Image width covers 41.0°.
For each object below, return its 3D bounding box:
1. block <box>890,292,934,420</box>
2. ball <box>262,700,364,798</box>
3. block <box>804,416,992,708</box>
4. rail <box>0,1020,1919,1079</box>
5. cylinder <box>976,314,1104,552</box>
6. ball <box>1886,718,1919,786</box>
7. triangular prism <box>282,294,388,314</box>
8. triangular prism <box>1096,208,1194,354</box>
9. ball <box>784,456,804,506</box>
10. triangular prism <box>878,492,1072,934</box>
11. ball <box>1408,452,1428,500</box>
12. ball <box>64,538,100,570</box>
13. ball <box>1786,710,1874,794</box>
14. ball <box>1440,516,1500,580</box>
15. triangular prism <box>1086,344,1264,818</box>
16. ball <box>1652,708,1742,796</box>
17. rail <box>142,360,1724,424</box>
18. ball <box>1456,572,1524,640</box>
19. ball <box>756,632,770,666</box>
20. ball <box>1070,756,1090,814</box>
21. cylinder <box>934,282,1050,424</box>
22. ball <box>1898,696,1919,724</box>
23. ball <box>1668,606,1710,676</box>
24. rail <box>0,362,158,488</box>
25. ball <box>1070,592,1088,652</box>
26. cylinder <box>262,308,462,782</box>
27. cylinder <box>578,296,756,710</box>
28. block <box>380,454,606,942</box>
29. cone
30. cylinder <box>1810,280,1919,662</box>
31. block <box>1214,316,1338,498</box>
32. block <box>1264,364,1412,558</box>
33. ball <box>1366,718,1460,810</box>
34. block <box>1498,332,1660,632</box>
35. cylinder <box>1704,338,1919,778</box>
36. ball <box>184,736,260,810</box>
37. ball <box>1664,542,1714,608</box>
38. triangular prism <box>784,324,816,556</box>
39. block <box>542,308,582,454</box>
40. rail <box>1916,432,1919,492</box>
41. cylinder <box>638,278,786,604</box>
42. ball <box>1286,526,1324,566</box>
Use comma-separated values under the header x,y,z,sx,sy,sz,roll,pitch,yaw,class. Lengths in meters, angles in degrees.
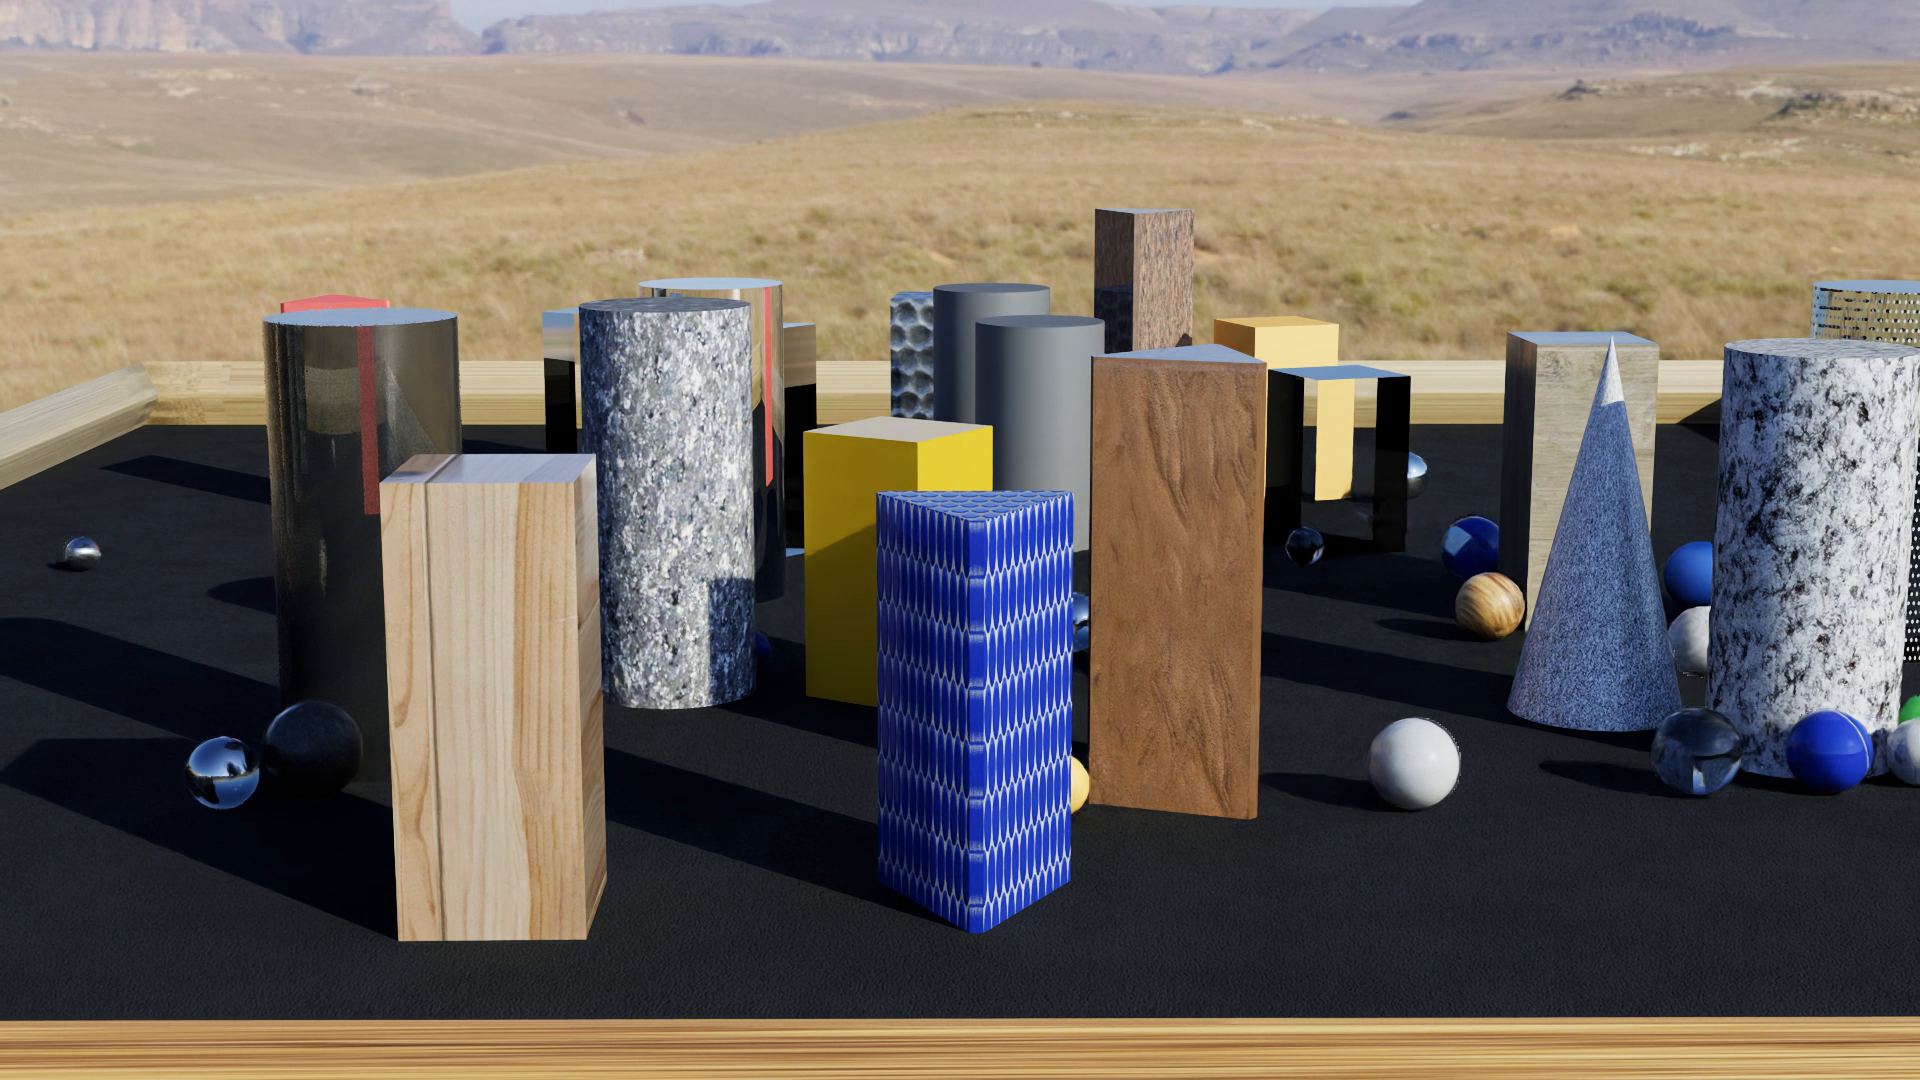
x,y,z,sx,sy,sz,roll,pitch,yaw,class
-0.039,-0.295,4.721,0.158,0.311,0.158,1,11,6,block
-0.650,0.210,2.577,0.099,0.099,0.099,0,10,0,ball
-0.071,0.025,2.996,0.158,0.312,0.158,7,12,32,block
0.010,0.364,1.661,3.325,0.128,0.045,0,10,0,rail
0.122,-0.165,3.938,0.197,0.342,0.197,0,10,0,cylinder
0.983,0.217,2.622,0.070,0.070,0.070,0,10,0,ball
-1.046,-0.236,4.316,0.171,0.342,0.148,-3,11,-15,triangular prism
0.297,-0.341,4.514,0.148,0.477,0.171,8,13,38,triangular prism
-0.248,-0.099,4.279,0.088,0.088,0.088,0,10,0,ball
0.035,0.139,2.256,0.148,0.356,0.171,-6,12,-30,triangular prism
0.749,-0.108,4.335,0.085,0.085,0.085,0,10,0,ball
-1.280,0.020,3.741,0.049,0.049,0.049,0,10,0,ball
0.880,0.214,2.597,0.085,0.085,0.085,0,10,0,ball
0.733,0.013,3.658,0.093,0.093,0.093,0,10,0,ball
0.233,0.035,2.567,0.171,0.448,0.148,4,11,20,triangular prism
0.743,0.213,2.589,0.089,0.089,0.089,0,10,0,ball
-0.010,-0.298,5.237,3.325,0.128,0.045,0,10,0,rail
0.679,0.085,3.287,0.088,0.088,0.088,0,10,0,ball
-0.254,0.133,3.147,0.043,0.043,0.043,0,10,0,ball
0.095,0.240,2.515,0.063,0.063,0.063,0,10,0,ball
0.054,-0.251,4.363,0.197,0.356,0.197,0,10,0,cylinder
1.041,0.196,2.765,0.058,0.058,0.058,0,10,0,ball
0.896,0.122,3.093,0.085,0.085,0.085,0,10,0,ball
-1.639,0.035,3.440,0.045,0.128,3.684,0,10,0,rail
0.143,0.103,3.221,0.074,0.074,0.074,0,10,0,ball
-0.619,0.000,2.691,0.197,0.470,0.197,0,10,0,cylinder
-0.340,-0.048,2.994,0.197,0.454,0.197,0,10,0,cylinder
-0.396,0.131,2.205,0.158,0.390,0.158,0,10,-1,block
0.727,-0.018,2.898,0.197,0.430,0.197,0,10,0,cone
1.160,-0.090,3.221,0.197,0.456,0.197,0,10,0,cylinder
0.543,-0.233,4.443,0.158,0.291,0.158,-4,11,-20,block
0.574,-0.122,3.911,0.158,0.267,0.158,-4,11,-21,block
0.448,0.222,2.539,0.090,0.090,0.090,0,10,0,ball
0.812,-0.080,3.386,0.158,0.375,0.158,0,11,-2,block
0.896,0.016,2.702,0.197,0.437,0.197,0,10,0,cylinder
-0.730,0.231,2.540,0.072,0.072,0.072,0,10,0,ball
0.999,0.049,3.465,0.094,0.094,0.094,0,10,0,ball
-0.328,-0.151,3.856,0.148,0.344,0.171,8,13,38,triangular prism
-0.632,-0.264,4.598,0.158,0.296,0.158,6,12,29,block
1.639,0.031,3.458,0.045,0.128,3.684,0,10,0,rail
-0.341,-0.139,3.549,0.197,0.432,0.197,0,10,0,cylinder
0.508,0.009,3.779,0.057,0.057,0.057,0,10,0,ball
